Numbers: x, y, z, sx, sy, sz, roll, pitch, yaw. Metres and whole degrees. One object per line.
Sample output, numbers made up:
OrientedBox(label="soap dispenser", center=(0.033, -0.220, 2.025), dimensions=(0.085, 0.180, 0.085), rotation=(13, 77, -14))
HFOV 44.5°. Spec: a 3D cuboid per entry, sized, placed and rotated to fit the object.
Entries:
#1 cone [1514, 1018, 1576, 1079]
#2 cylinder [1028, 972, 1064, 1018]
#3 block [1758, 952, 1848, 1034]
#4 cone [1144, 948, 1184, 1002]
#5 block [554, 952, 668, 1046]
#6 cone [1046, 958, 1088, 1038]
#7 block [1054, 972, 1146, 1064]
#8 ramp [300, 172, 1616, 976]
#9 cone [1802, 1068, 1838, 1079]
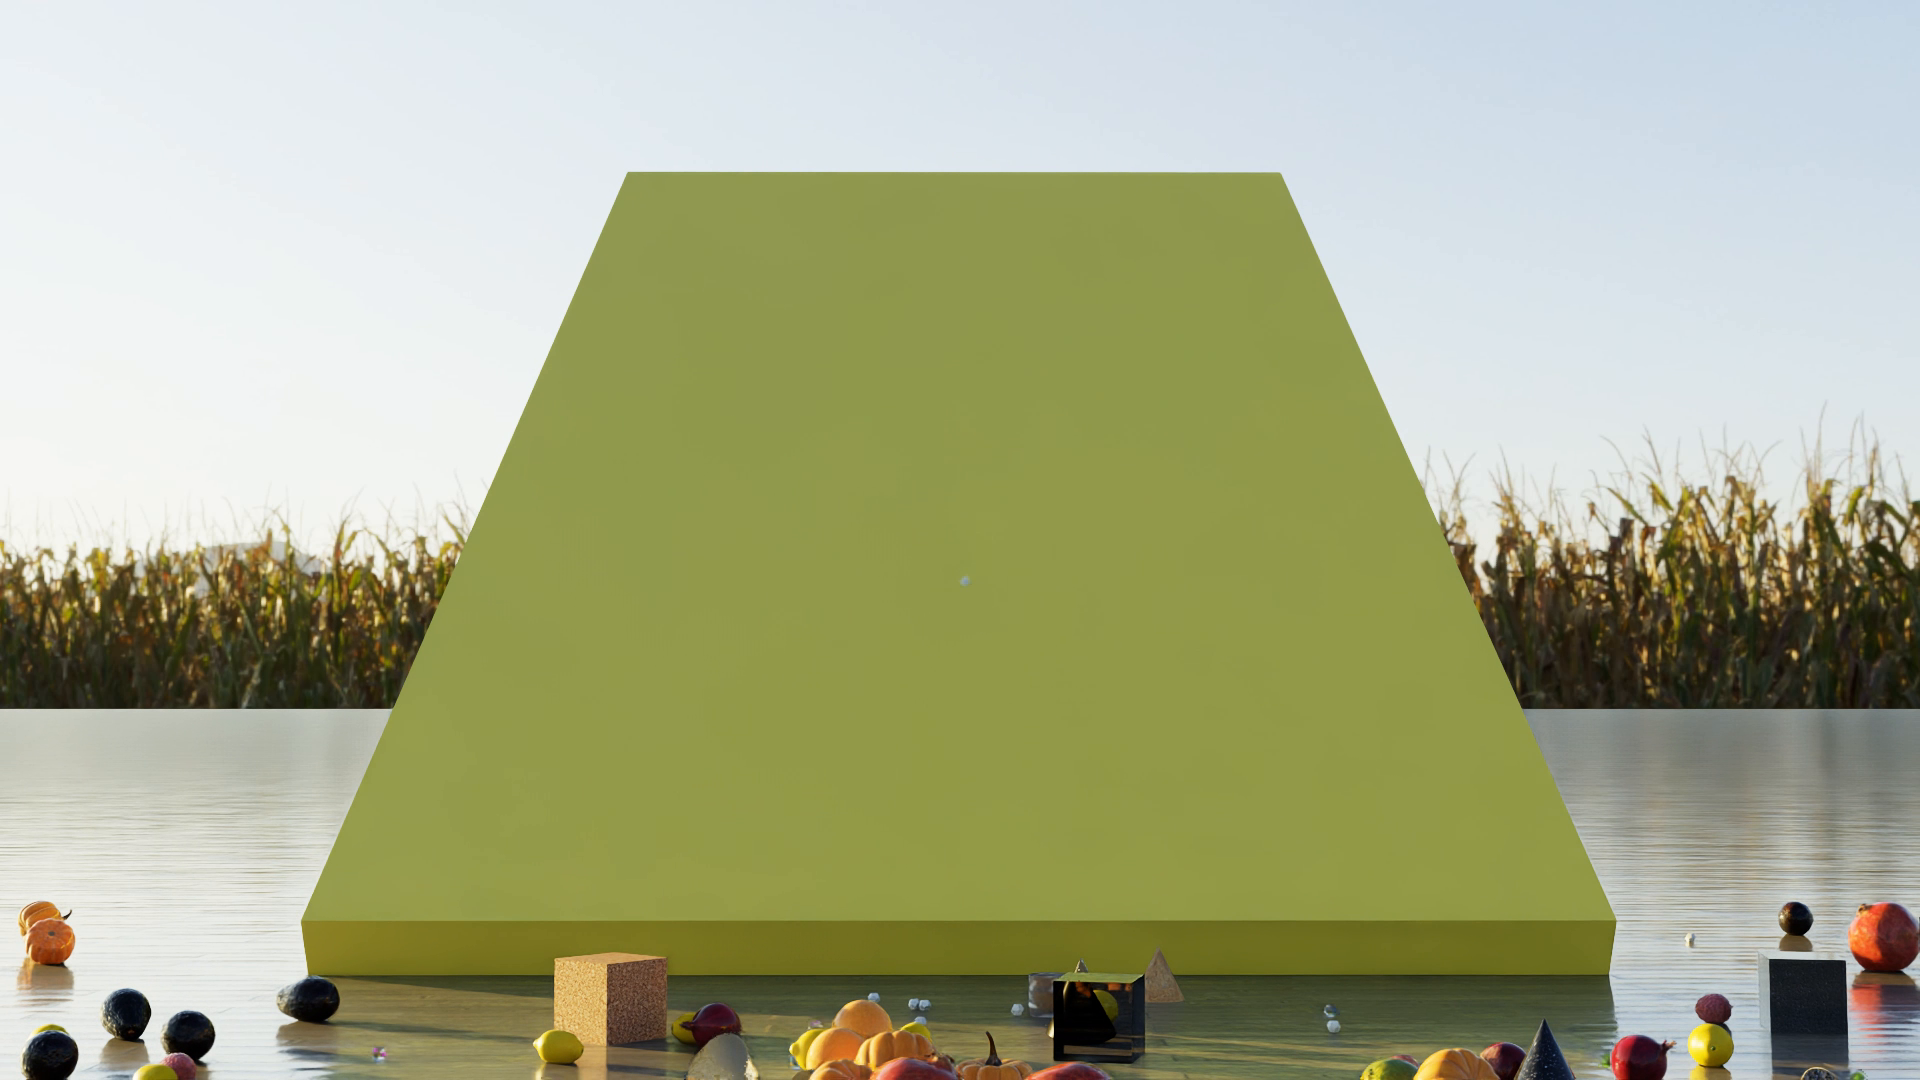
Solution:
OrientedBox(label="cone", center=(0.612, 0.544, 2.453), dimensions=(0.089, 0.089, 0.089), rotation=(0, -4, 0))
OrientedBox(label="cylinder", center=(0.119, 0.611, 3.149), dimensions=(0.053, 0.053, 0.053), rotation=(0, -4, 0))
OrientedBox(label="block", center=(1.083, 0.581, 3.014), dimensions=(0.093, 0.093, 0.093), rotation=(-1, -4, 11))
OrientedBox(label="cone", center=(0.280, 0.611, 3.313), dimensions=(0.075, 0.075, 0.075), rotation=(0, -4, 0))
OrientedBox(label="block", center=(-0.437, 0.573, 2.934), dimensions=(0.099, 0.099, 0.099), rotation=(-3, -5, 41))
OrientedBox(label="cone", center=(0.153, 0.568, 2.936), dimensions=(0.094, 0.094, 0.094), rotation=(-2, 6, 0))
OrientedBox(label="block", center=(0.165, 0.565, 2.778), dimensions=(0.093, 0.093, 0.093), rotation=(-1, -4, 14))
OrientedBox(label="ramp", center=(-0.009, -0.229, 5.393), dimensions=(2.000, 0.100, 4.000), rotation=(0, 25, 0))
OrientedBox(label="cone", center=(0.837, 0.566, 2.327), dimensions=(0.065, 0.065, 0.065), rotation=(2, -31, -29))
